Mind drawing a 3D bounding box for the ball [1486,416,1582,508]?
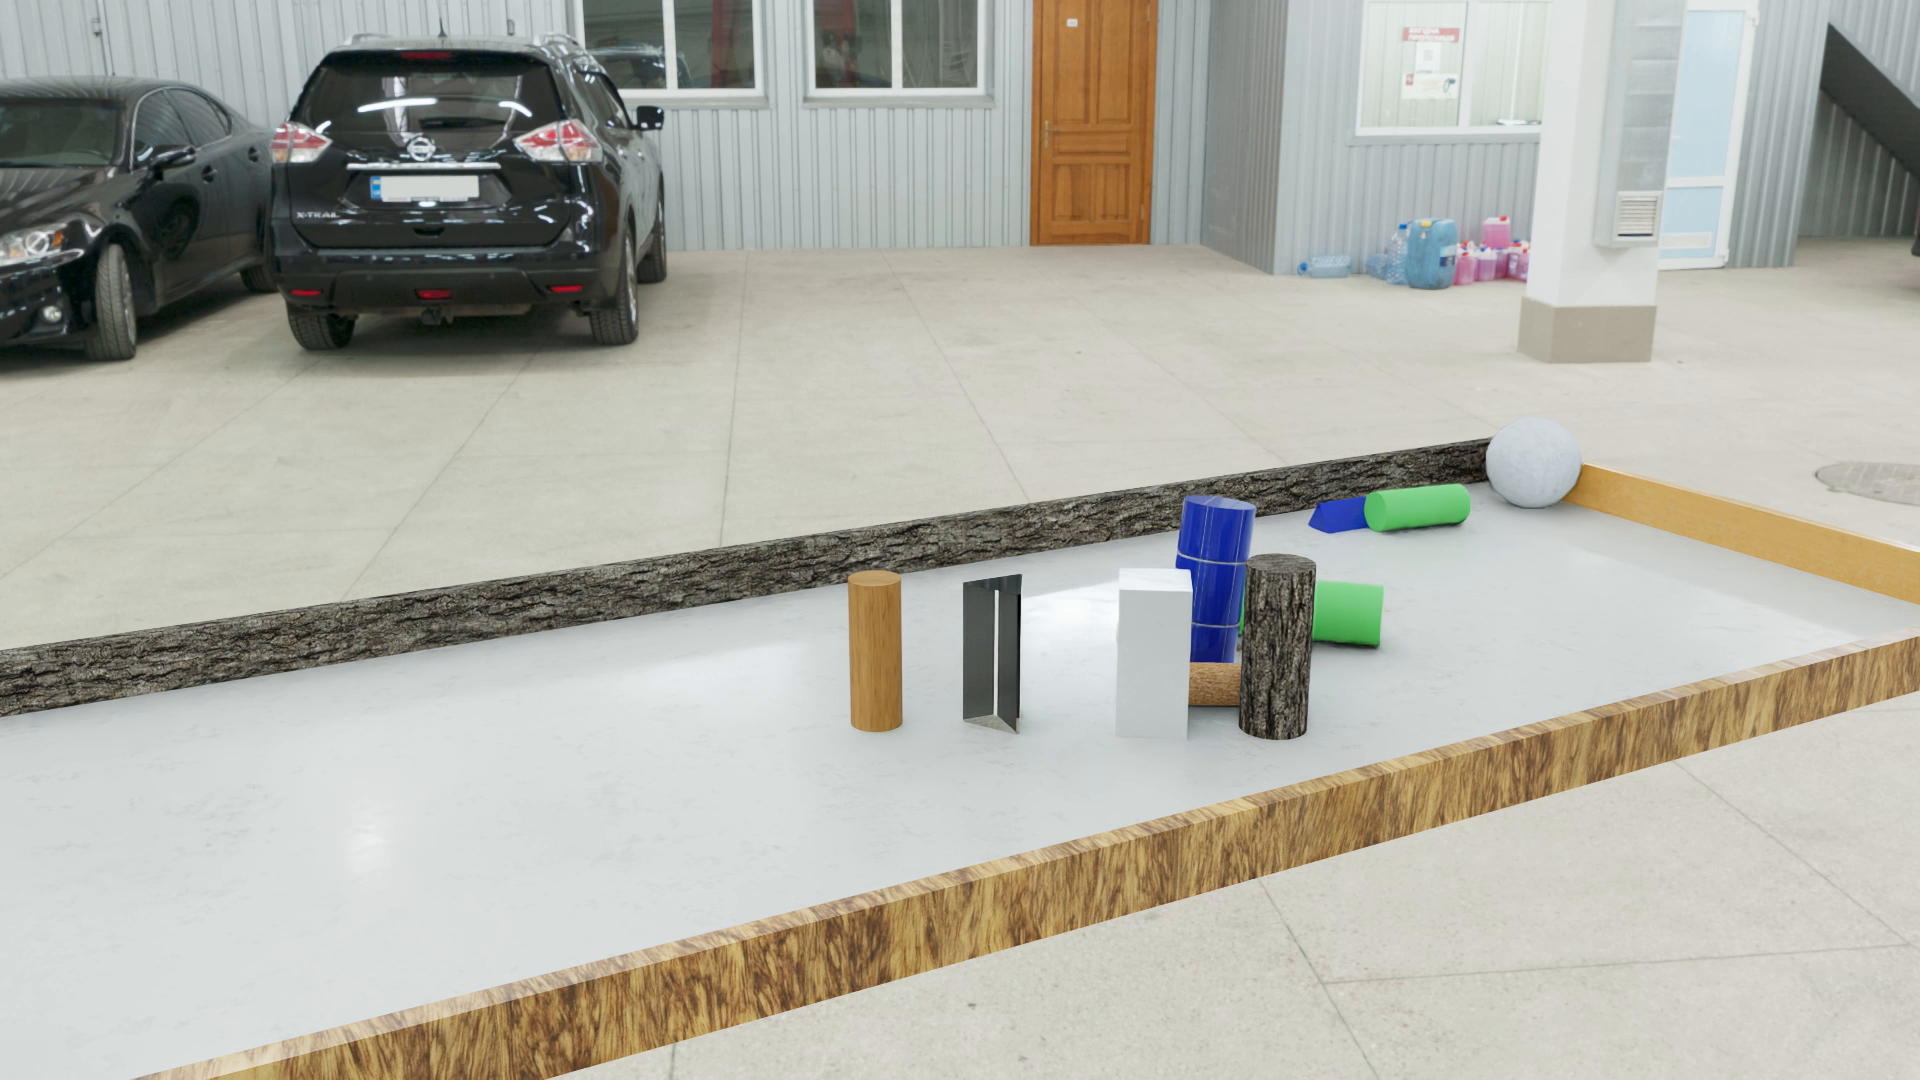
[{"bbox_3d":[1.986,-0.271,5.719,0.315,0.315,0.315,0,16,0],"label":"ball"}]

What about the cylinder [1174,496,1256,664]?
[{"bbox_3d":[0.615,0.127,4.089,0.178,0.449,0.178,6,11,-1],"label":"cylinder"}]

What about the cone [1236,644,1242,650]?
[{"bbox_3d":[0.610,0.272,4.307,0.365,0.138,0.138,5,13,-22],"label":"cone"}]

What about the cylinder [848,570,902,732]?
[{"bbox_3d":[-0.197,0.259,3.843,0.123,0.356,0.123,0,16,0],"label":"cylinder"}]

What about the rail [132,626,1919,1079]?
[{"bbox_3d":[-2.336,1.006,1.665,12.000,0.150,0.050,-9,18,-27],"label":"rail"}]

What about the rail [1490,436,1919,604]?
[{"bbox_3d":[2.466,-0.048,5.253,0.050,0.150,2.100,-9,18,-27],"label":"rail"}]

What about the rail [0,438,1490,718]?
[{"bbox_3d":[-3.305,0.497,3.399,12.000,0.150,0.050,-9,18,-27],"label":"rail"}]

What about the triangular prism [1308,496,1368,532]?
[{"bbox_3d":[1.332,-0.100,5.526,0.329,0.090,0.104,-8,18,-25],"label":"triangular prism"}]

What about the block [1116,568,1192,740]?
[{"bbox_3d":[0.447,0.262,3.827,0.164,0.359,0.164,2,16,5],"label":"block"}]

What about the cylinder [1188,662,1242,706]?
[{"bbox_3d":[0.607,0.348,3.987,0.405,0.103,0.103,1,16,3],"label":"cylinder"}]

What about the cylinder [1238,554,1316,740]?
[{"bbox_3d":[0.732,0.245,3.809,0.158,0.400,0.158,0,16,0],"label":"cylinder"}]

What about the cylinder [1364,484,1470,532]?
[{"bbox_3d":[1.523,-0.108,5.491,0.325,0.132,0.132,-6,17,-19],"label":"cylinder"}]

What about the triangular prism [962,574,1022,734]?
[{"bbox_3d":[0.107,0.259,3.868,0.153,0.341,0.133,11,19,32],"label":"triangular prism"}]

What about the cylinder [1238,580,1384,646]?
[{"bbox_3d":[0.914,0.187,4.437,0.428,0.160,0.160,4,17,15],"label":"cylinder"}]
